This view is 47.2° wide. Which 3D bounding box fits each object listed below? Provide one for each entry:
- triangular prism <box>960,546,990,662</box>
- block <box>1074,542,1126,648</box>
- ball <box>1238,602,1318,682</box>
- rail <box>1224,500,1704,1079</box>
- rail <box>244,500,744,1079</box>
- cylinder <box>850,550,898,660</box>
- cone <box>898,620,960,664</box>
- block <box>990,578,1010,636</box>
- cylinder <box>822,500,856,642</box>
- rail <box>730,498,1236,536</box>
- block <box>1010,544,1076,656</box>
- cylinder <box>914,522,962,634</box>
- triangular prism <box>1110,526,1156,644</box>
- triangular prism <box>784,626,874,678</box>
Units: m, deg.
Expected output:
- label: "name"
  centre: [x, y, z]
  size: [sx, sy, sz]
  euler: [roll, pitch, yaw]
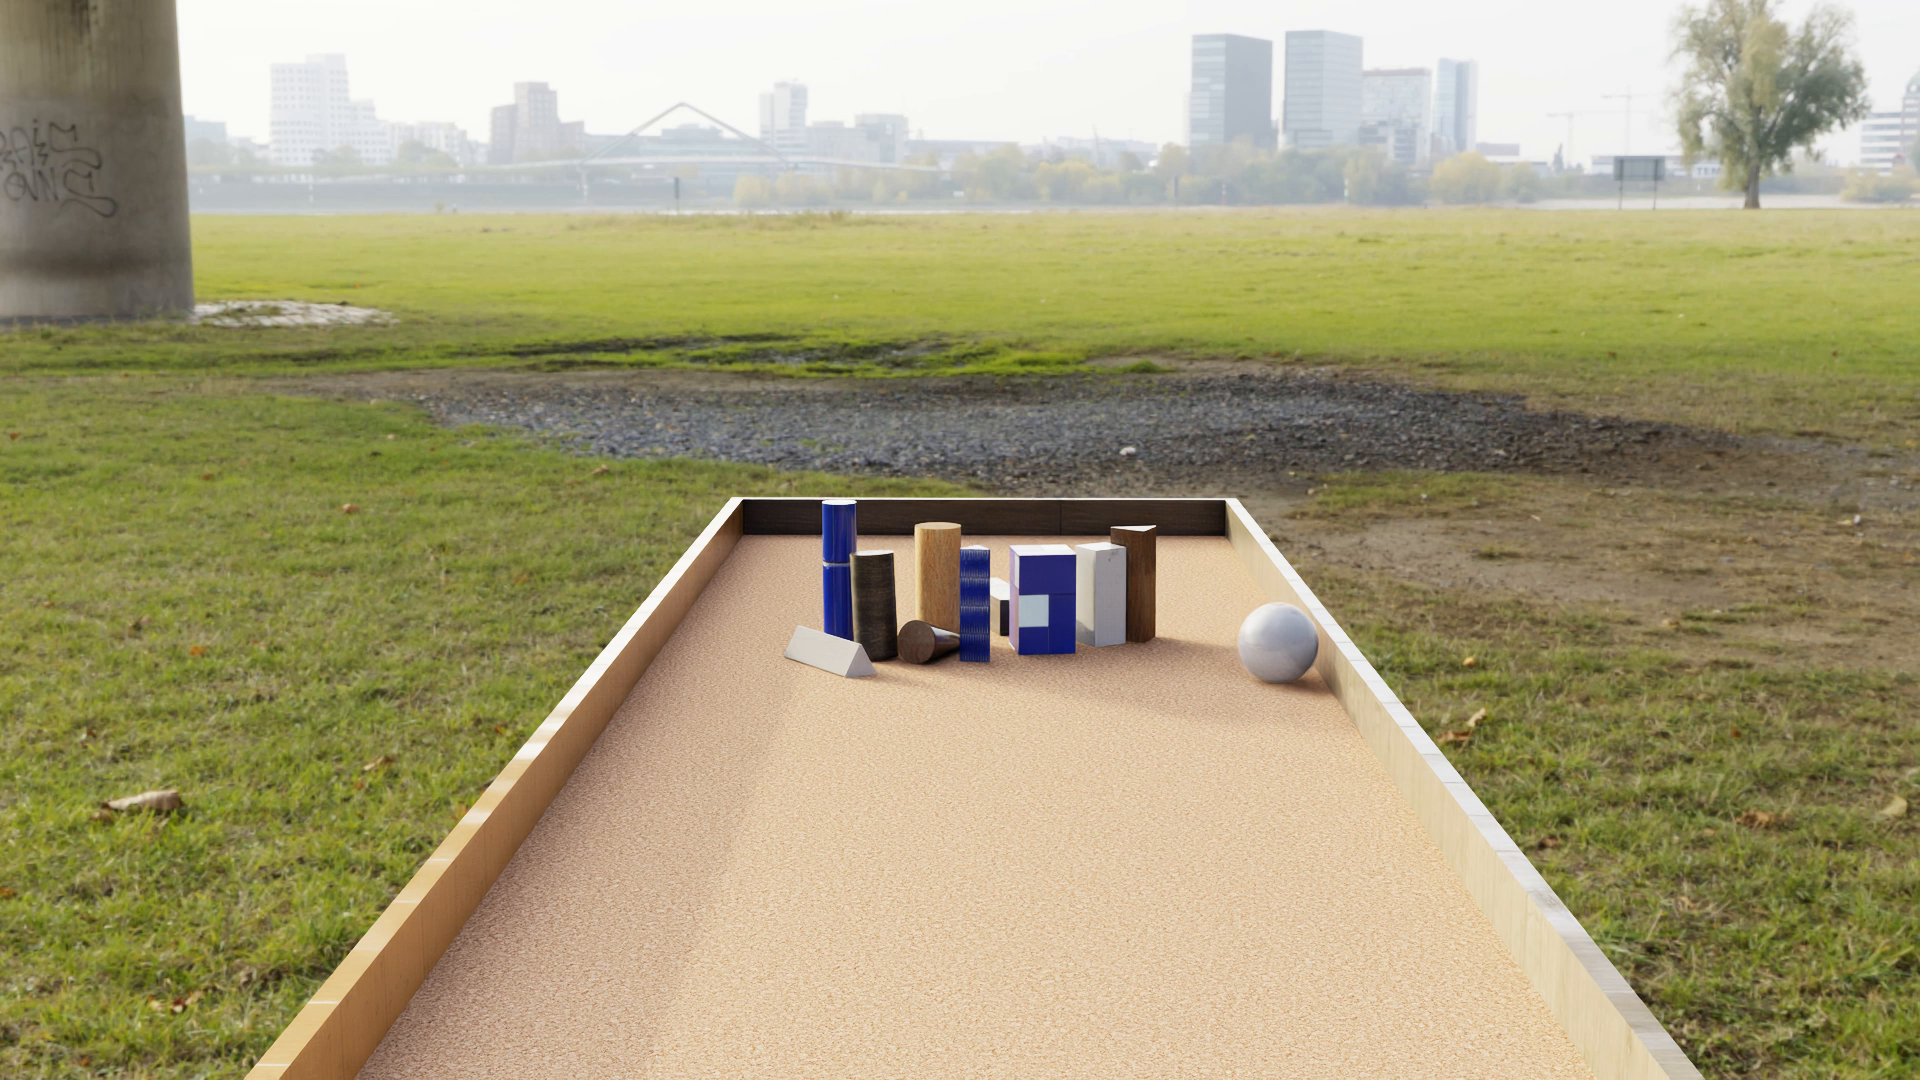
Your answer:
- label: "triangular prism"
  centre: [0.050, 0.192, 6.688]
  size: [0.091, 0.347, 0.079]
  euler: [1, 9, 7]
- label: "block"
  centre: [0.443, 0.172, 6.944]
  size: [0.116, 0.307, 0.116]
  euler: [-6, 11, -30]
- label: "ball"
  centre: [0.925, 0.298, 6.387]
  size: [0.233, 0.233, 0.233]
  euler: [0, 9, 0]
- label: "rail"
  centre: [1.046, 0.843, 3.208]
  size: [0.050, 0.150, 12.000]
  euler: [0, 9, 1]
- label: "rail"
  centre: [-1.004, 0.839, 3.234]
  size: [0.050, 0.150, 12.000]
  euler: [0, 9, 1]
- label: "cylinder"
  centre: [-0.262, 0.197, 6.720]
  size: [0.135, 0.319, 0.135]
  euler: [-3, 6, 0]
- label: "cone"
  centre: [-0.034, 0.316, 6.804]
  size: [0.135, 0.135, 0.384]
  euler: [6, 1, 31]
- label: "block"
  centre: [0.127, 0.218, 7.260]
  size: [0.118, 0.118, 0.401]
  euler: [-3, 9, -17]
- label: "cylinder"
  centre: [-0.378, 0.102, 6.931]
  size: [0.108, 0.448, 0.108]
  euler: [0, 9, 0]
- label: "rail"
  centre: [0.099, -0.098, 9.147]
  size: [2.100, 0.150, 0.050]
  euler: [0, 9, 1]
- label: "block"
  centre: [0.256, 0.185, 6.844]
  size: [0.179, 0.312, 0.179]
  euler: [-1, 9, -8]
- label: "cylinder"
  centre: [-0.069, 0.141, 6.918]
  size: [0.145, 0.376, 0.145]
  euler: [0, 9, 0]
- label: "triangular prism"
  centre: [0.577, 0.137, 7.003]
  size: [0.127, 0.355, 0.147]
  euler: [-6, 9, -40]
- label: "triangular prism"
  centre: [-0.394, 0.330, 6.615]
  size: [0.107, 0.093, 0.350]
  euler: [-6, 11, -35]
